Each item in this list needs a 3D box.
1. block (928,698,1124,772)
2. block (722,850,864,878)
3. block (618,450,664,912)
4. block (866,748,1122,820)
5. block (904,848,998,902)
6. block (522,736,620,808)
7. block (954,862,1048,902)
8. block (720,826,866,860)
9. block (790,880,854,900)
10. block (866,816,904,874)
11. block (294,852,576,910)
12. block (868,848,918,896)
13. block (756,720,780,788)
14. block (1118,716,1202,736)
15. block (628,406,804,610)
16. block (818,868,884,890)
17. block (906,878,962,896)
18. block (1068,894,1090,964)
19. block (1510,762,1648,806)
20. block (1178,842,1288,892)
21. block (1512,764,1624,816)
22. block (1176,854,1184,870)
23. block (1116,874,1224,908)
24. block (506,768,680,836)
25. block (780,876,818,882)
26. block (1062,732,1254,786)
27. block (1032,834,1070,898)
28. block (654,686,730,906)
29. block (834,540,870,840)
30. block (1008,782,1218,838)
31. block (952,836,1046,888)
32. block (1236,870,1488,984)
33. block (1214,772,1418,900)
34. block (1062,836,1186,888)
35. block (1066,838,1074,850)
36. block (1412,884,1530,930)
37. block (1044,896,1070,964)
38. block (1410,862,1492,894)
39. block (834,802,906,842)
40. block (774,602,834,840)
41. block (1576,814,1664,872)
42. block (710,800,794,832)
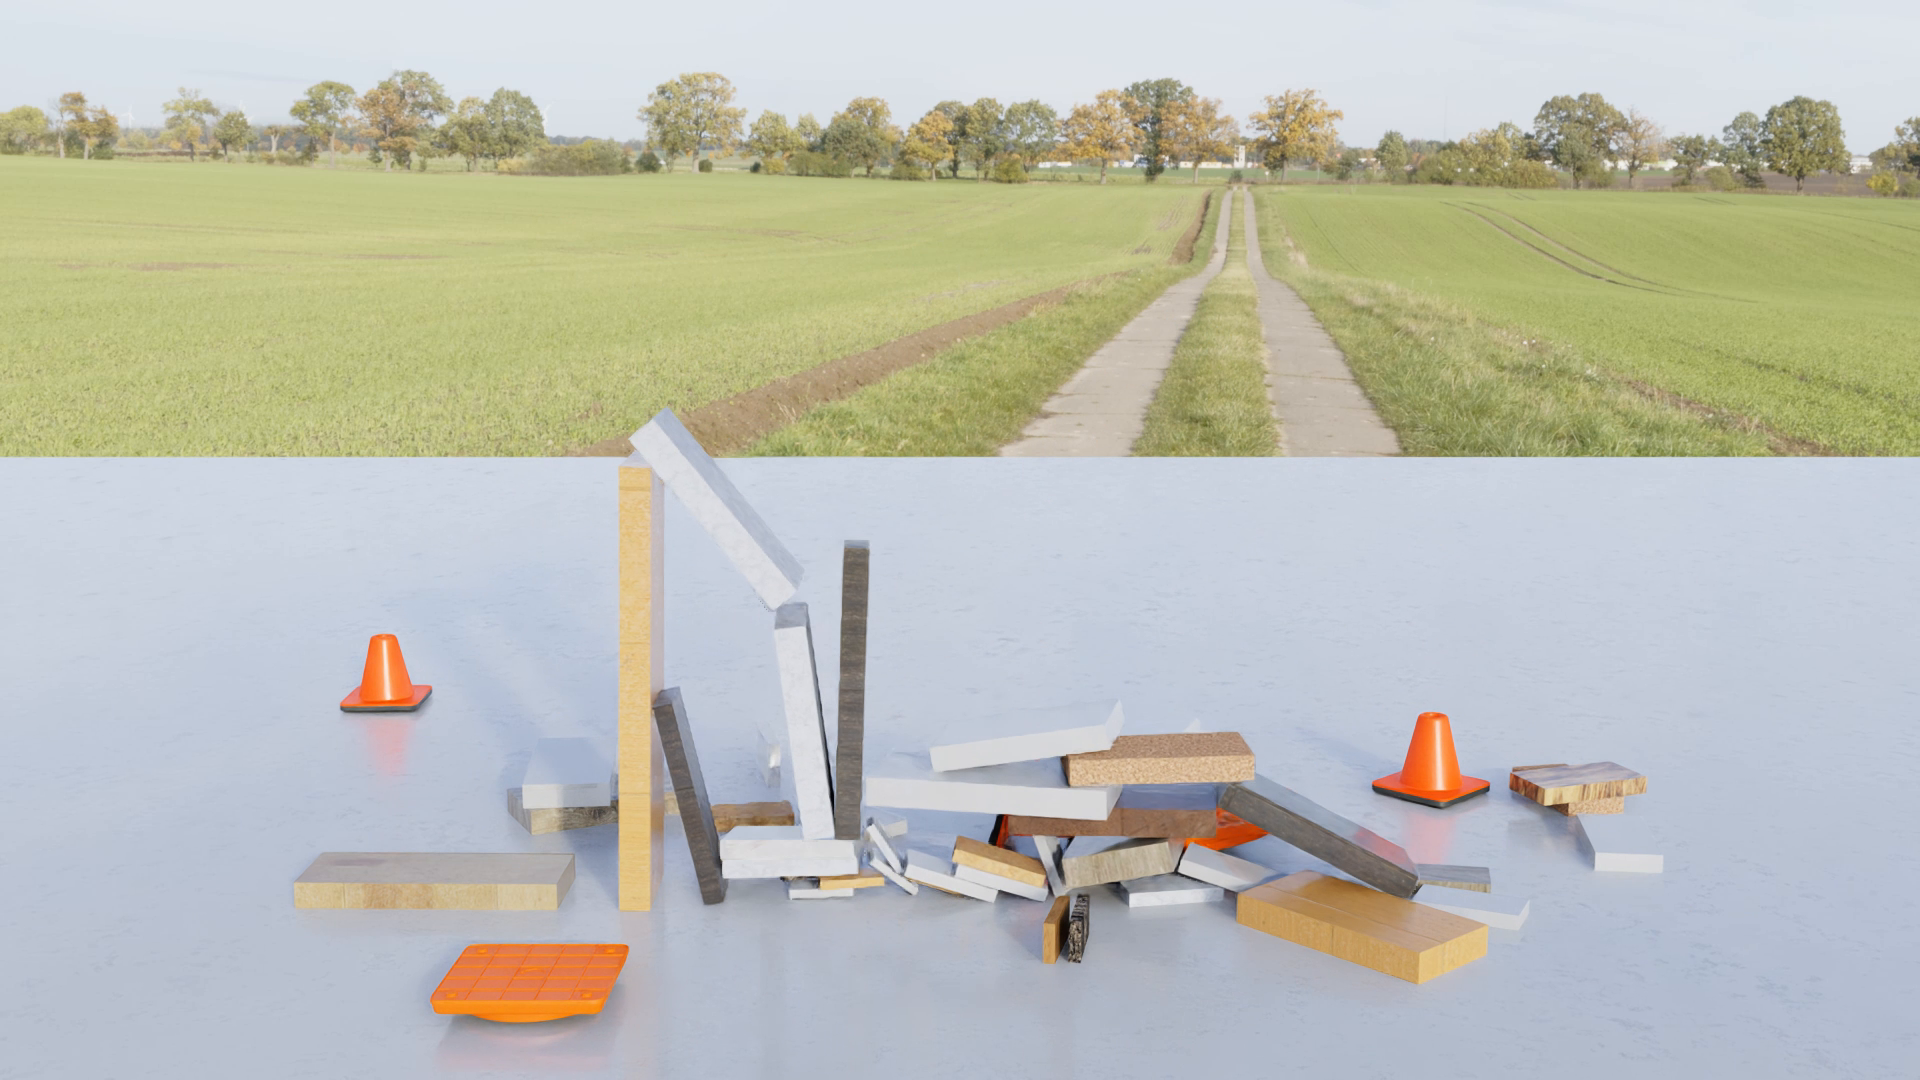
[{"bbox_3d":[0.111,0.320,3.615,0.296,0.042,0.148,-9,10,16],"label":"block"},{"bbox_3d":[-0.280,0.538,3.698,0.225,0.032,0.113,-2,4,2],"label":"block"},{"bbox_3d":[-0.522,0.229,3.607,0.050,0.732,0.177,1,11,-1],"label":"block"},{"bbox_3d":[0.059,0.400,3.608,0.394,0.048,0.169,2,11,13],"label":"block"},{"bbox_3d":[-0.016,0.557,3.652,0.155,0.022,0.077,18,10,-6],"label":"block"},{"bbox_3d":[-0.728,0.435,4.140,0.156,0.044,0.312,-1,11,-5],"label":"block"},{"bbox_3d":[0.068,0.559,3.659,0.155,0.022,0.077,16,10,-3],"label":"block"},{"bbox_3d":[-0.279,0.507,3.686,0.225,0.032,0.112,-2,4,7],"label":"block"},{"bbox_3d":[-0.229,0.580,3.663,0.105,0.015,0.053,-3,9,0],"label":"block"},{"bbox_3d":[-0.124,0.507,3.658,0.014,0.095,0.048,-32,10,4],"label":"block"},{"bbox_3d":[-0.871,0.568,3.667,0.430,0.044,0.156,0,11,1],"label":"block"},{"bbox_3d":[-0.112,0.552,3.667,0.095,0.014,0.048,38,7,-16],"label":"block"},{"bbox_3d":[-0.380,0.421,4.342,0.024,0.086,0.172,-2,11,-13],"label":"block"},{"bbox_3d":[0.329,0.409,4.129,0.176,0.050,0.353,-11,5,21],"label":"block"},{"bbox_3d":[-0.390,-0.054,3.556,0.050,0.355,0.177,-38,8,6],"label":"block"},{"bbox_3d":[-0.182,0.563,3.655,0.105,0.015,0.053,-3,9,-7],"label":"block"},{"bbox_3d":[-0.041,0.568,3.674,0.095,0.014,0.048,17,9,-1],"label":"block"},{"bbox_3d":[0.186,0.604,3.420,0.018,0.064,0.129,2,11,9],"label":"block"},{"bbox_3d":[1.160,0.456,4.129,0.225,0.032,0.113,-4,11,-20],"label":"block"},{"bbox_3d":[0.456,0.556,3.664,0.173,0.024,0.086,17,15,12],"label":"block"},{"bbox_3d":[1.157,0.476,4.196,0.113,0.032,0.225,-2,11,-13],"label":"block"},{"bbox_3d":[0.369,0.551,3.762,0.161,0.023,0.081,-1,-5,-7],"label":"block"},{"bbox_3d":[0.349,0.581,3.657,0.161,0.023,0.081,-2,11,-11],"label":"block"},{"bbox_3d":[-0.671,0.486,4.108,0.312,0.044,0.156,-5,12,-27],"label":"block"},{"bbox_3d":[-0.257,0.559,3.721,0.105,0.015,0.053,-4,4,-25],"label":"block"},{"bbox_3d":[0.319,0.355,3.576,0.296,0.042,0.148,-1,10,-3],"label":"block"},{"bbox_3d":[0.153,0.525,3.673,0.018,0.129,0.064,-19,5,18],"label":"block"},{"bbox_3d":[-0.443,0.422,3.632,0.032,0.345,0.113,-13,11,1],"label":"block"},{"bbox_3d":[-0.179,0.246,3.654,0.042,0.481,0.148,2,6,-3],"label":"block"},{"bbox_3d":[0.252,0.442,3.641,0.337,0.048,0.169,1,10,4],"label":"block"},{"bbox_3d":[0.065,0.535,3.659,0.155,0.022,0.077,17,10,0],"label":"block"},{"bbox_3d":[0.629,0.604,3.458,0.176,0.050,0.353,-9,14,-42],"label":"block"},{"bbox_3d":[0.580,0.473,3.606,0.338,0.048,0.169,27,8,0],"label":"block"},{"bbox_3d":[0.332,0.477,3.925,0.176,0.050,0.768,-11,5,13],"label":"block"},{"bbox_3d":[0.224,0.553,3.807,0.081,0.023,0.161,1,11,5],"label":"block"},{"bbox_3d":[0.828,0.596,3.571,0.173,0.024,0.086,5,12,25],"label":"block"},{"bbox_3d":[0.150,0.604,3.416,0.018,0.064,0.129,2,11,13],"label":"block"},{"bbox_3d":[0.803,0.571,3.701,0.173,0.024,0.086,2,11,10],"label":"block"},{"bbox_3d":[-0.186,0.512,4.022,0.086,0.024,0.172,-9,14,-41],"label":"block"},{"bbox_3d":[-0.254,0.295,3.619,0.050,0.355,0.177,-7,12,-2],"label":"block"},{"bbox_3d":[1.162,0.534,3.885,0.113,0.032,0.225,1,11,7],"label":"block"},{"bbox_3d":[-0.395,0.508,4.042,0.172,0.024,0.086,-2,11,-11],"label":"block"}]
